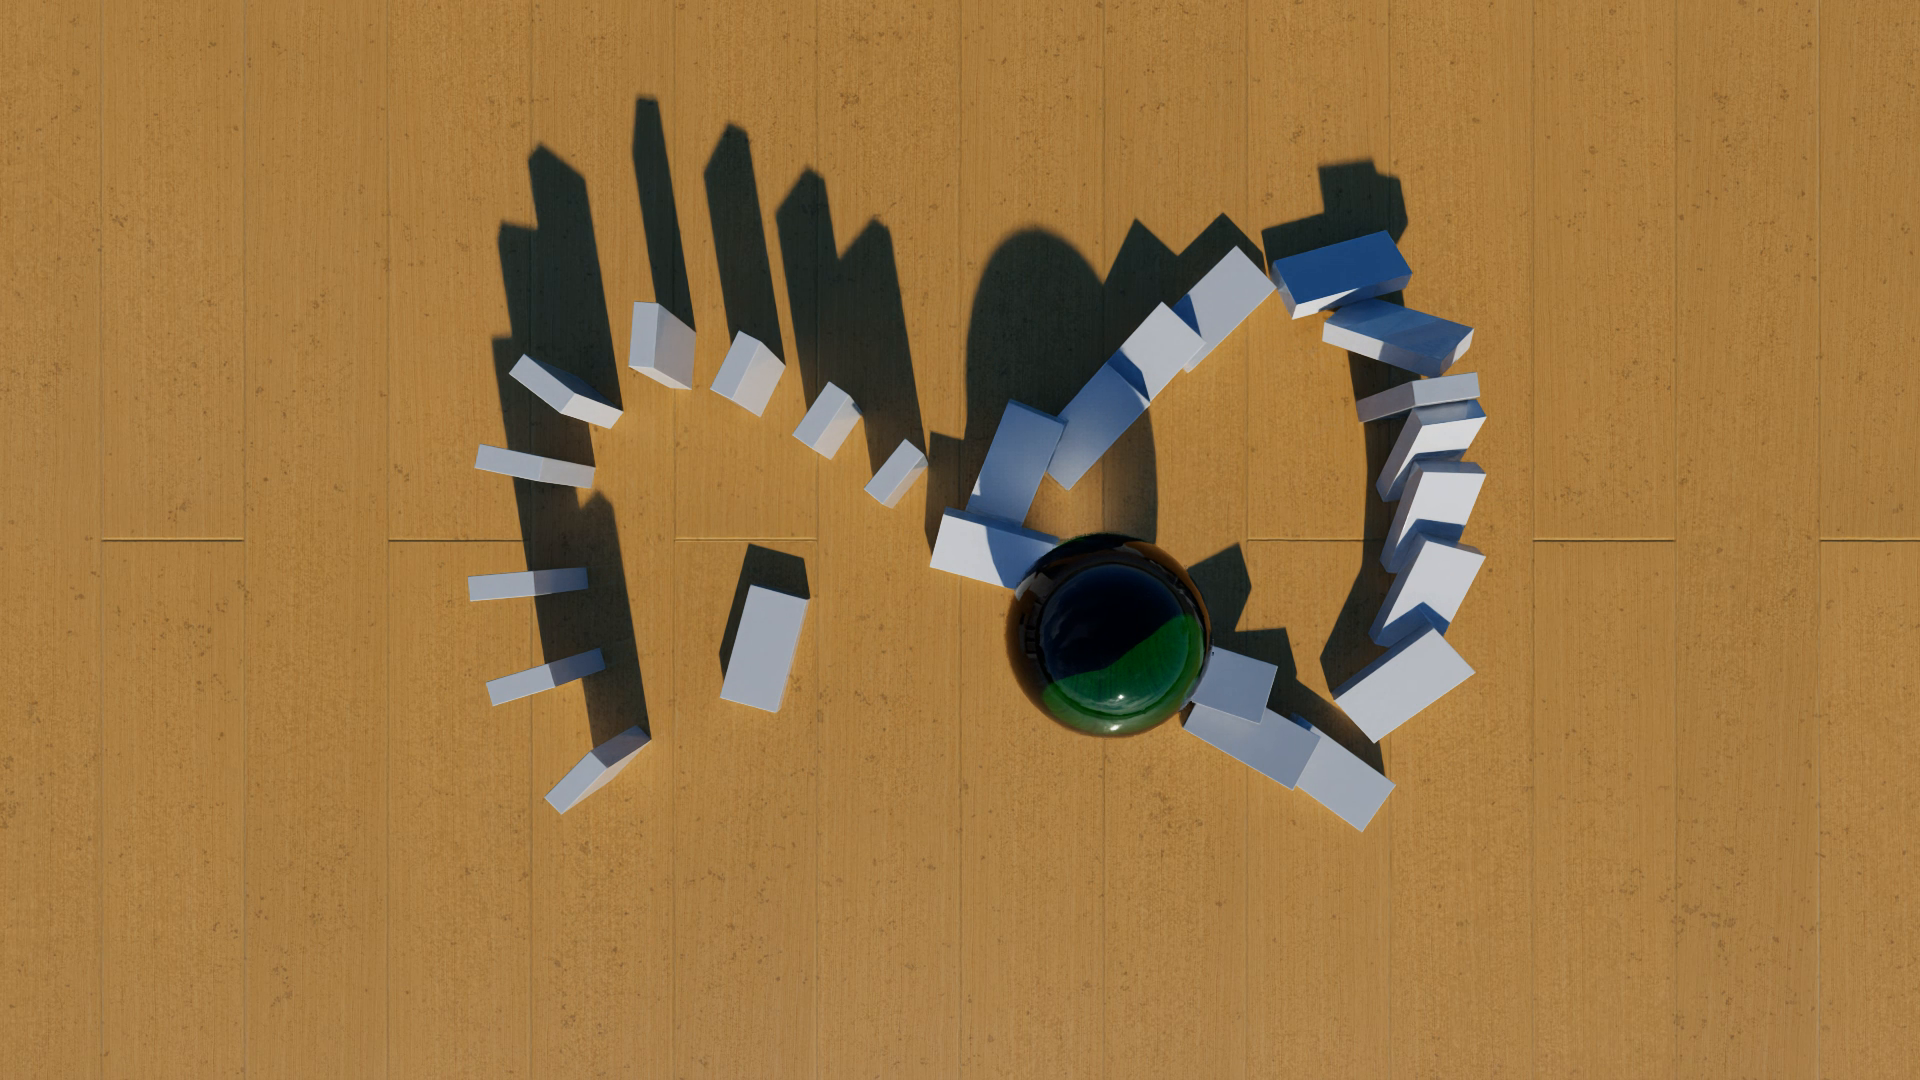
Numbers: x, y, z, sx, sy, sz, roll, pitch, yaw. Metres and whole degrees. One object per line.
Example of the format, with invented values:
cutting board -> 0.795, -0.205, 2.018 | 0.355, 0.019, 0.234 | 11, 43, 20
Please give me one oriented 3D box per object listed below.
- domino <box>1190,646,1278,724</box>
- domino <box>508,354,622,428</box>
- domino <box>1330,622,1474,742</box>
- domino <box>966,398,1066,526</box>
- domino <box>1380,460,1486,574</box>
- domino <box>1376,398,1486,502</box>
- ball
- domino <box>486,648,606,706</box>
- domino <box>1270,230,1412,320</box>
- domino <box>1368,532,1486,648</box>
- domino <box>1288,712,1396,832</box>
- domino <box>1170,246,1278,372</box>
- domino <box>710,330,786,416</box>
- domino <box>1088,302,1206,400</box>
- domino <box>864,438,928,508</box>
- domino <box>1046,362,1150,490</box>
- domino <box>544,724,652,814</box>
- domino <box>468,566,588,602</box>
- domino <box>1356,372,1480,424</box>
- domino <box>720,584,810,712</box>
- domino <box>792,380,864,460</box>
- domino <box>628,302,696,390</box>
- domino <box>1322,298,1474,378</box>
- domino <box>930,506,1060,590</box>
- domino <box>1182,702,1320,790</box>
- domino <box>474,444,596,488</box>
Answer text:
domino -> 0.105, 0.057, 0.387 | 0.050, 0.010, 0.025 | 17, 86, 19
domino -> -0.160, -0.060, 0.375 | 0.025, 0.050, 0.010 | 38, 90, 0
domino -> 0.187, 0.060, 0.388 | 0.050, 0.009, 0.025 | -43, 90, 18
domino -> 0.023, -0.031, 0.387 | 0.025, 0.010, 0.050 | 22, 110, 0
domino -> 0.196, -0.009, 0.382 | 0.025, 0.009, 0.050 | 2, 125, 0
domino -> 0.192, -0.036, 0.377 | 0.025, 0.050, 0.009 | -8, 56, 0
ball -> 0.058, 0.037, 0.360 | 0.080, 0.080, 0.080 | 0, 90, 0
domino -> -0.168, 0.055, 0.375 | 0.025, 0.050, 0.009 | -17, 90, 0
domino -> 0.162, -0.113, 0.390 | 0.050, 0.010, 0.025 | -15, 64, 0
domino -> 0.196, 0.024, 0.386 | 0.025, 0.009, 0.050 | 15, 114, 0
domino -> 0.158, 0.100, 0.395 | 0.050, 0.010, 0.025 | 36, 90, 0
domino -> 0.109, -0.099, 0.395 | 0.050, 0.010, 0.025 | -44, 90, 0
domino -> -0.086, -0.067, 0.375 | 0.010, 0.050, 0.025 | 26, 90, 0
domino -> 0.077, -0.073, 0.389 | 0.025, 0.009, 0.050 | 43, 104, 0
domino -> -0.025, -0.026, 0.375 | 0.010, 0.050, 0.025 | 40, 90, 0
domino -> 0.054, -0.048, 0.388 | 0.025, 0.009, 0.050 | 43, 106, 0
domino -> -0.147, 0.093, 0.375 | 0.009, 0.050, 0.025 | 45, 90, 0
domino -> -0.175, 0.018, 0.375 | 0.025, 0.050, 0.009 | -5, 90, 0
domino -> 0.186, -0.058, 0.375 | 0.025, 0.050, 0.010 | -8, 90, 0
domino -> -0.084, 0.046, 0.395 | 0.025, 0.009, 0.050 | 15, 90, 0
domino -> -0.053, -0.048, 0.375 | 0.010, 0.050, 0.025 | 35, 90, 0
domino -> -0.121, -0.078, 0.375 | 0.010, 0.050, 0.025 | 5, 90, 0
domino -> 0.179, -0.085, 0.377 | 0.025, 0.010, 0.050 | -39, 50, -22
domino -> 0.015, 0.005, 0.391 | 0.050, 0.010, 0.025 | 15, 114, 0
domino -> 0.123, 0.082, 0.389 | 0.050, 0.010, 0.025 | 29, 90, 15
domino -> -0.172, -0.030, 0.375 | 0.025, 0.050, 0.009 | 12, 90, 0
